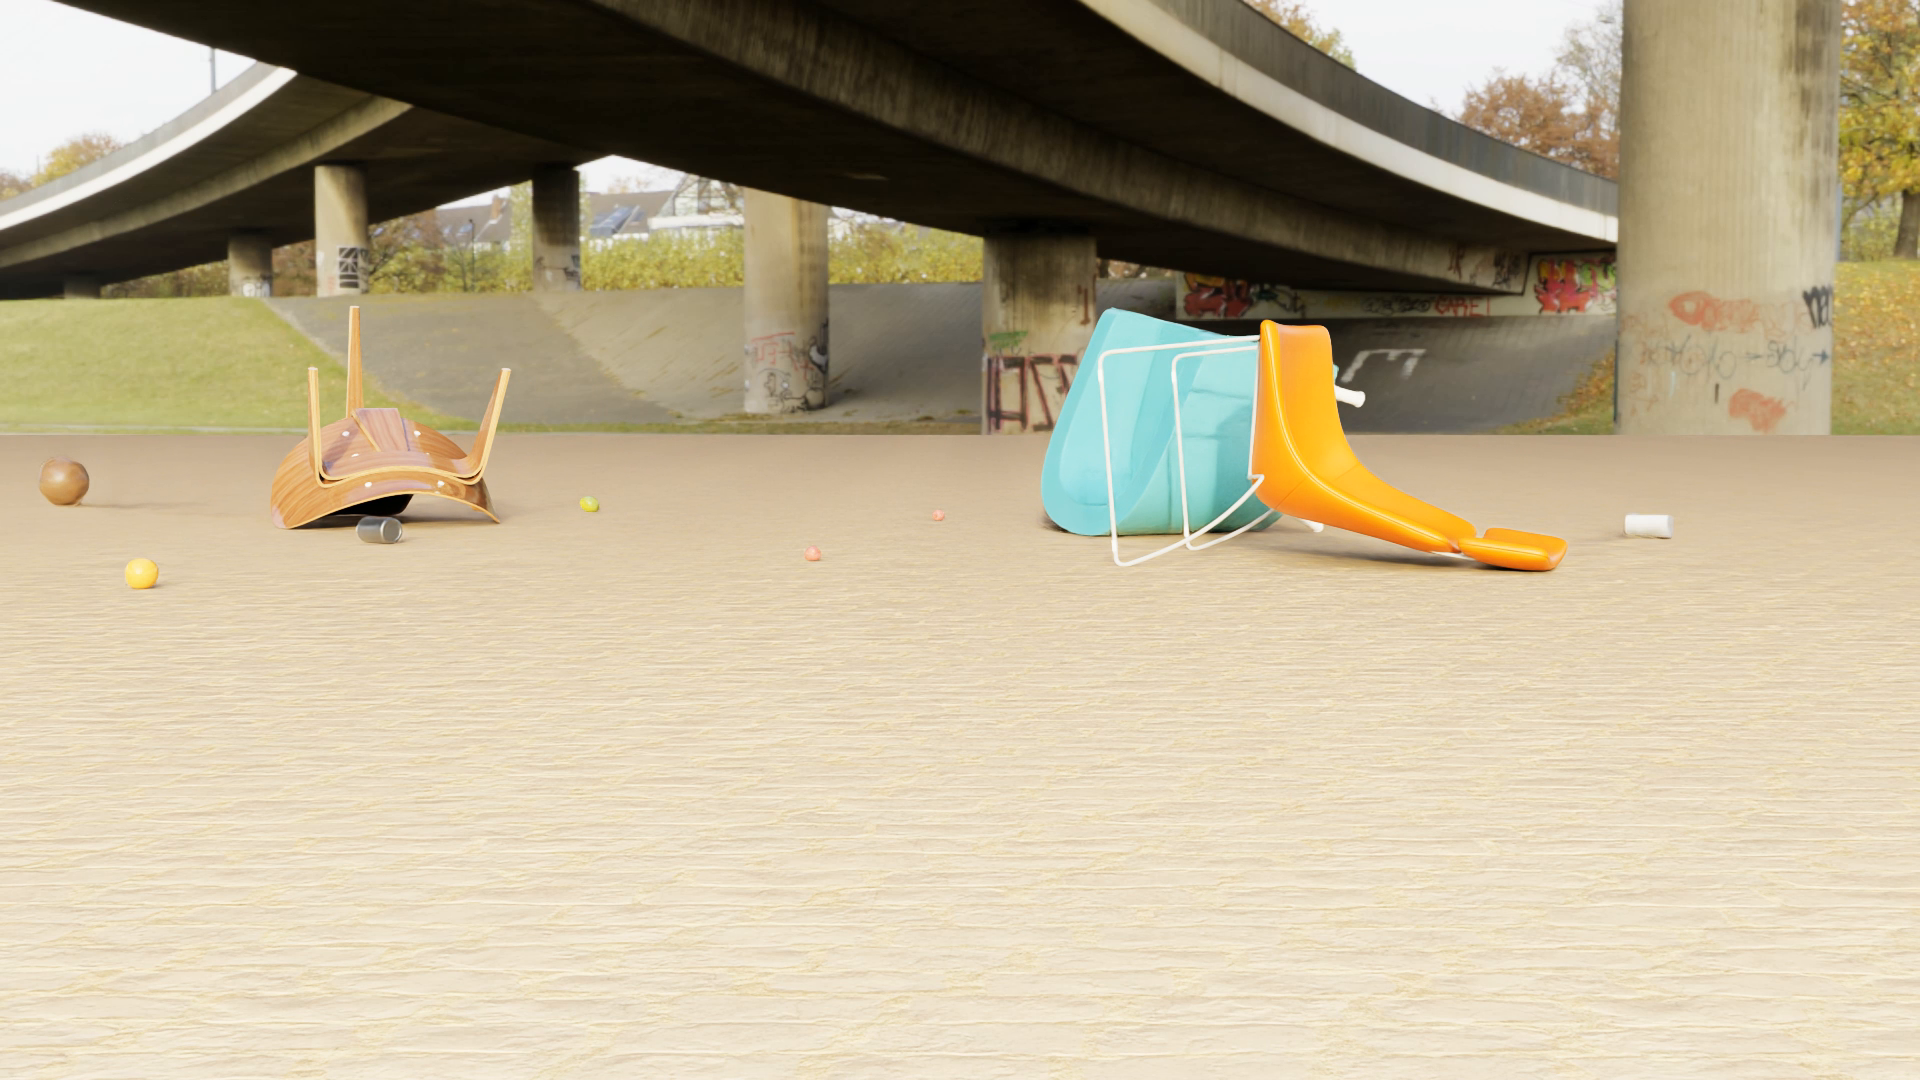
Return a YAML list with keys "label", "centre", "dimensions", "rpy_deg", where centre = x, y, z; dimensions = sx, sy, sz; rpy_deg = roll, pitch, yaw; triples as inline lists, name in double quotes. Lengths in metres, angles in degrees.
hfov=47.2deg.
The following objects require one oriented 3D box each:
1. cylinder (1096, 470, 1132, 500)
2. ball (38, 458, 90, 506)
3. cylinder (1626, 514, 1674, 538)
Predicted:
- label: "cylinder"
  centre: [0.628, -0.227, 9.005]
  dimensions: [0.110, 0.134, 0.089]
  rpy_deg: [2, -38, 28]
- label: "ball"
  centre: [-3.439, -0.222, 8.434]
  dimensions: [0.185, 0.185, 0.185]
  rpy_deg: [0, 4, 0]
- label: "cylinder"
  centre: [2.079, -0.042, 6.630]
  dimensions: [0.122, 0.067, 0.122]
  rpy_deg: [2, -10, 26]
